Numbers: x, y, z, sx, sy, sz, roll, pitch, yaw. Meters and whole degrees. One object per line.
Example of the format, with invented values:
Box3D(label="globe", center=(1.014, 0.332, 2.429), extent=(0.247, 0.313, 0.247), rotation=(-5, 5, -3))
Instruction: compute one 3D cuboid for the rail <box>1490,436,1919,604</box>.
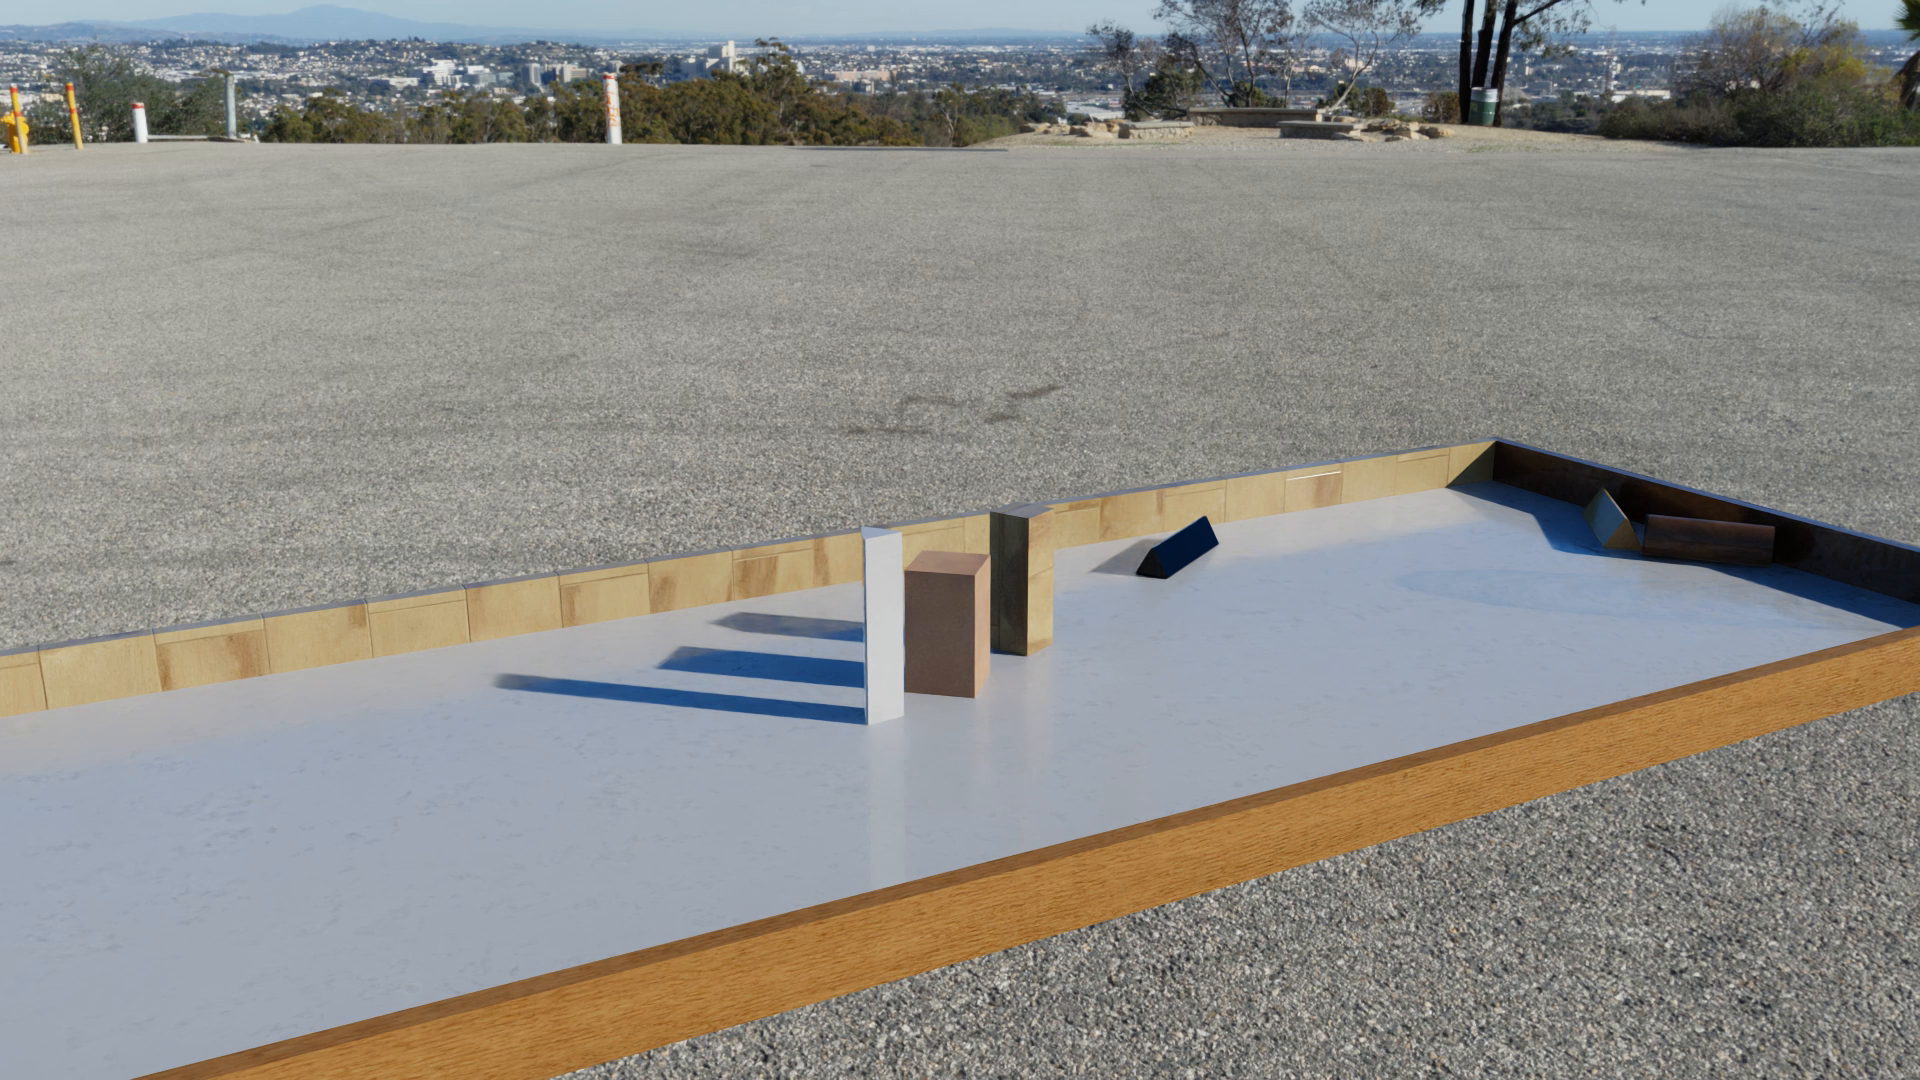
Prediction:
Box3D(label="rail", center=(2.466, -0.048, 5.253), extent=(0.050, 0.150, 2.100), rotation=(-9, 18, -27))

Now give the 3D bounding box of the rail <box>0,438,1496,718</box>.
Box3D(label="rail", center=(-3.305, 0.497, 3.399), extent=(12.000, 0.150, 0.050), rotation=(-9, 18, -27))

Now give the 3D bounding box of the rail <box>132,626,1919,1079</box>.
Box3D(label="rail", center=(-2.336, 1.006, 1.665), extent=(12.000, 0.150, 0.050), rotation=(-9, 18, -27))

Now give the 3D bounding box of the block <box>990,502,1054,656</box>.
Box3D(label="block", center=(0.162, 0.101, 4.344), extent=(0.122, 0.375, 0.122), rotation=(11, 20, 34))

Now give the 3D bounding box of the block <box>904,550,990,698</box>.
Box3D(label="block", center=(-0.029, 0.206, 4.092), extent=(0.175, 0.316, 0.175), rotation=(4, 17, 13))

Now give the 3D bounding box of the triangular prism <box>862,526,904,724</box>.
Box3D(label="triangular prism", center=(-0.202, 0.198, 3.874), extent=(0.104, 0.456, 0.090), rotation=(-11, 20, -34))

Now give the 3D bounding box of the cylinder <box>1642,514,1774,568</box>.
Box3D(label="cylinder", center=(2.321, 0.001, 5.126), extent=(0.365, 0.128, 0.128), rotation=(7, 18, 21))
